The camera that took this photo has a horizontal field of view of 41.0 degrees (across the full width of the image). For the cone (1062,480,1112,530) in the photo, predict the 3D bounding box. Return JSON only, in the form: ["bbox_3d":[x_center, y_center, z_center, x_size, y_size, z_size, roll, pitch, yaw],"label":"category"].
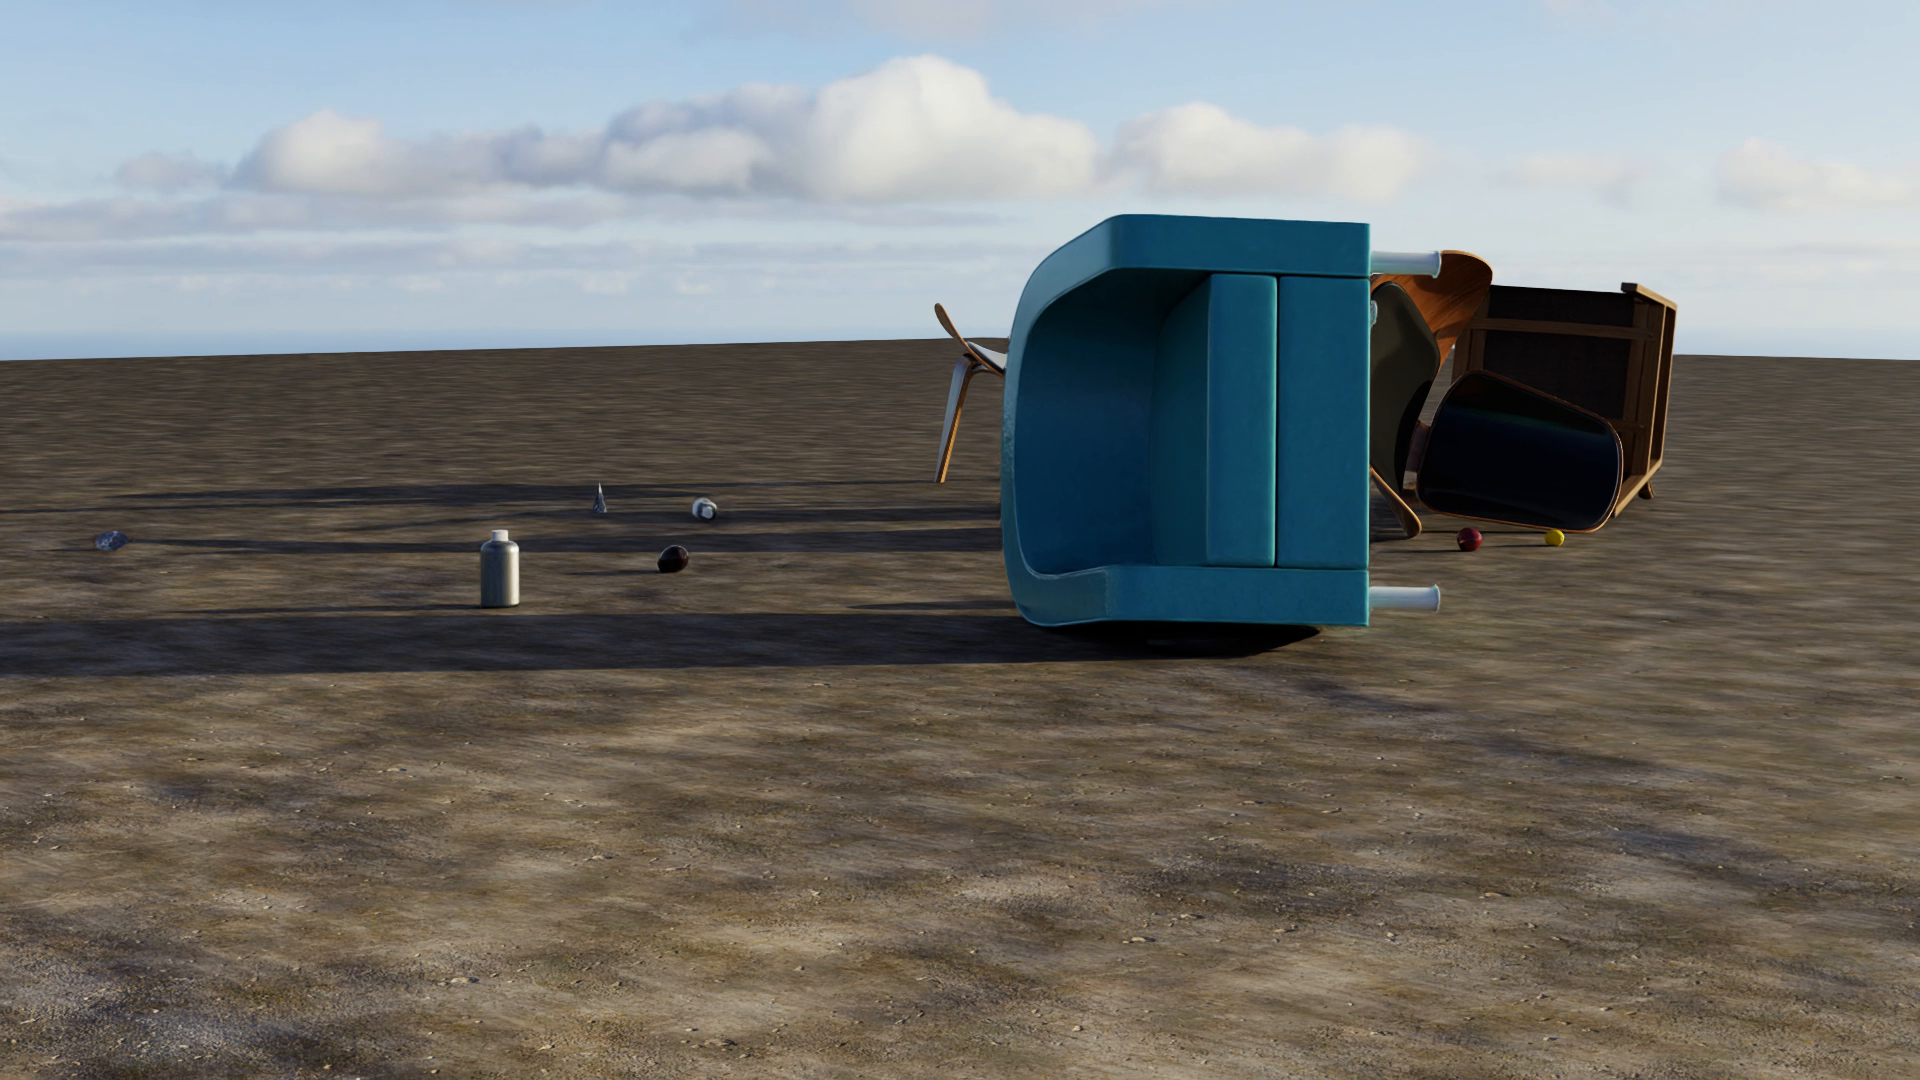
[{"bbox_3d":[0.334,-0.097,6.713,0.129,0.131,0.146,-4,7,-31],"label":"cone"}]

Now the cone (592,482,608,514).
[{"bbox_3d":[-1.005,-0.120,7.151,0.038,0.087,0.058,2,6,21],"label":"cone"}]

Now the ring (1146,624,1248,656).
[{"bbox_3d":[0.416,0.176,4.498,0.184,0.044,0.132,-2,5,-12],"label":"ring"}]

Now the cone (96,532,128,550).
[{"bbox_3d":[-2.040,0.012,6.191,0.082,0.054,0.038,0,-30,9],"label":"cone"}]
